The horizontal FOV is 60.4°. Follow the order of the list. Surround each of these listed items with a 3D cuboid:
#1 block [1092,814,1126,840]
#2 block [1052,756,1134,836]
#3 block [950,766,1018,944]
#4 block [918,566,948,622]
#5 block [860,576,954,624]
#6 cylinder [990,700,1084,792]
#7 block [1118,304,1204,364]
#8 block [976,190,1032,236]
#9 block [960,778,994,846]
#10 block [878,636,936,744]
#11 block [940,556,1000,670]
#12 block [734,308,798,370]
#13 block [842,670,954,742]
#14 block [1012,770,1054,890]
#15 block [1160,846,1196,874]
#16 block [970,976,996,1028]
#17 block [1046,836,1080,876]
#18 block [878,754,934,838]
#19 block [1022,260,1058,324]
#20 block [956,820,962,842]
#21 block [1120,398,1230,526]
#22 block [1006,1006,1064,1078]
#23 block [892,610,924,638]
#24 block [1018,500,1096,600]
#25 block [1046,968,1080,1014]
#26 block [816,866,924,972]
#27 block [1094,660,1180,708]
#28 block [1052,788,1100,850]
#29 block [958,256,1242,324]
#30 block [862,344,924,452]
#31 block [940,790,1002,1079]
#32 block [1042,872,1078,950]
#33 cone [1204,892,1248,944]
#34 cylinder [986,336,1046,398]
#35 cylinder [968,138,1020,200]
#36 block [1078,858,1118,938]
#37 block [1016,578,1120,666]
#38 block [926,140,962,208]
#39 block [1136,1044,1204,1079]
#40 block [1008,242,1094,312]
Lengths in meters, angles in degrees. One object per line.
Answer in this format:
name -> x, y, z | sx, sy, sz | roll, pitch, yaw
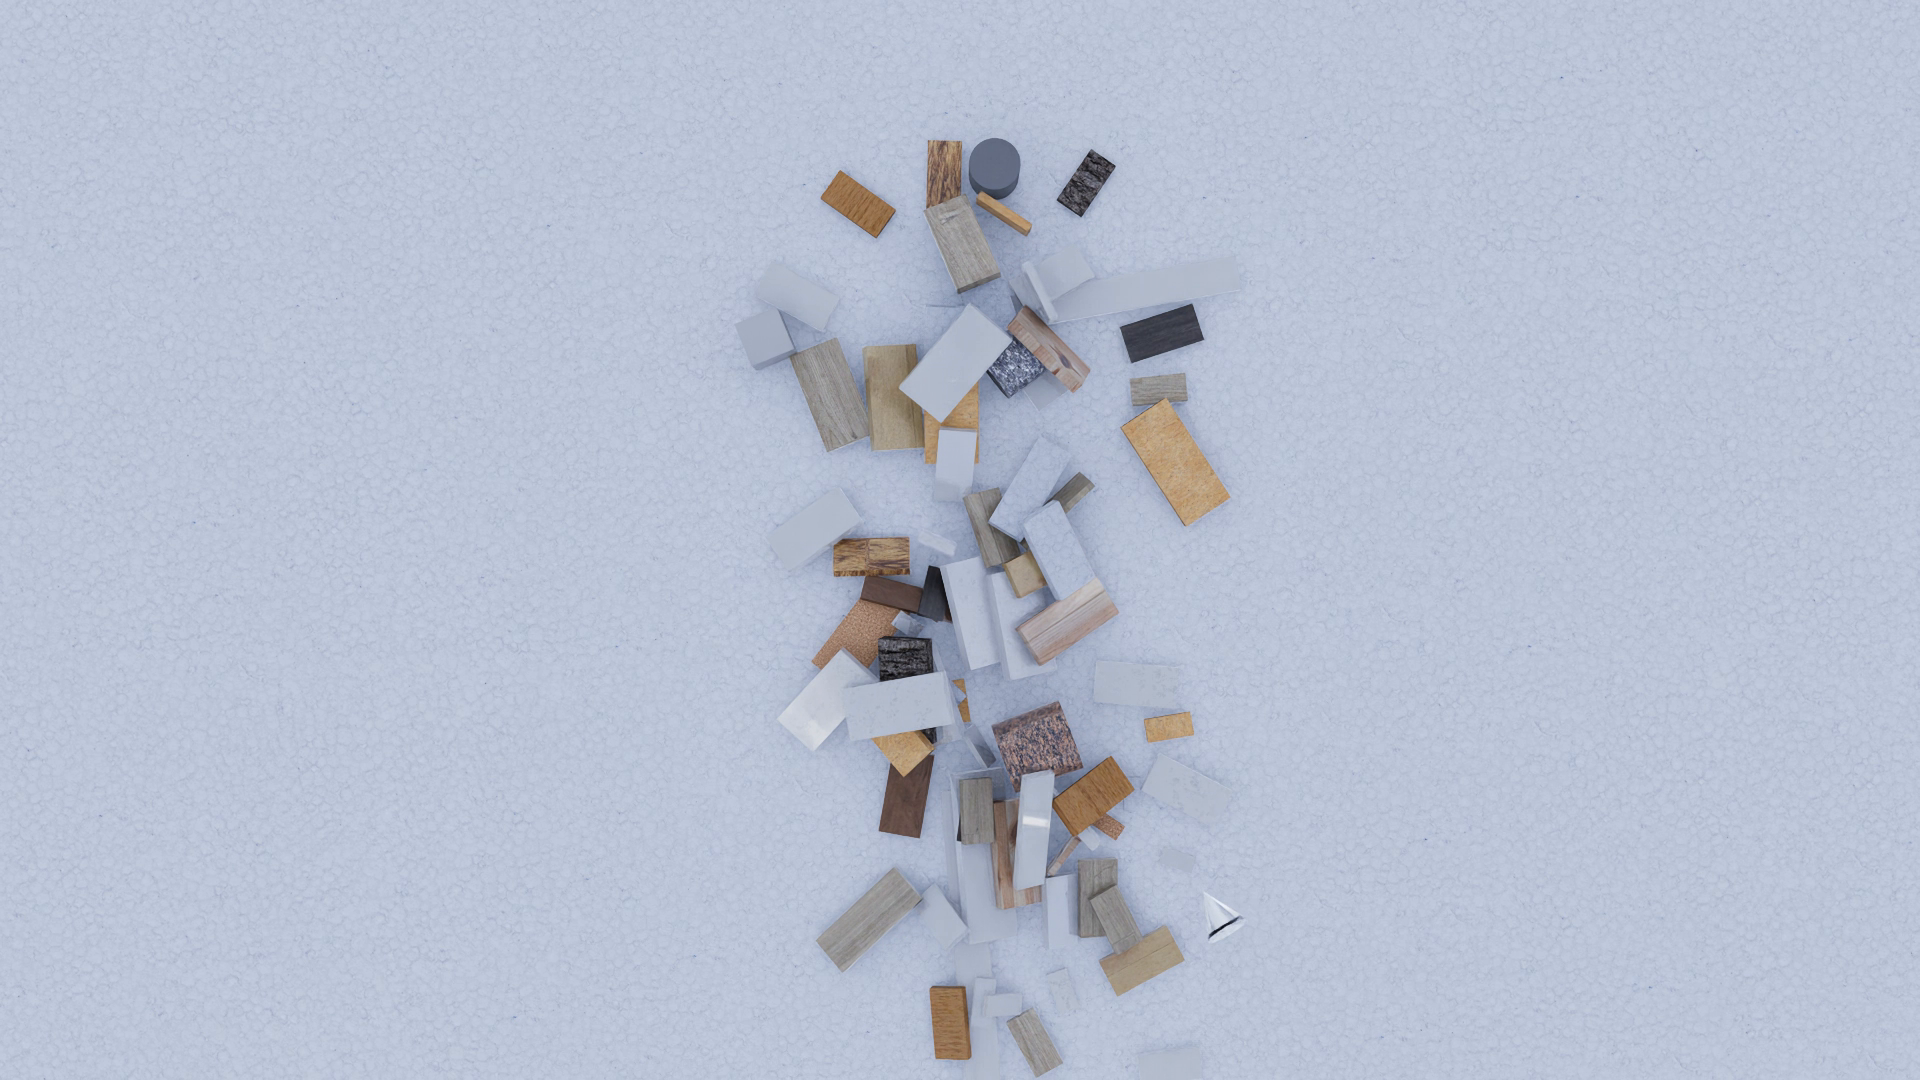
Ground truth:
block -> 0.488, 0.946, 5.492 | 0.112, 0.016, 0.056 | 35, 90, 0
block -> 0.434, 0.838, 5.401 | 0.272, 0.039, 0.136 | -32, 84, -31
block -> 0.078, 1.039, 5.444 | 0.174, 0.049, 0.556 | -5, 90, -22
block -> -0.081, 0.176, 5.451 | 0.086, 0.024, 0.172 | 15, 69, -7
block -> -0.161, 0.195, 5.453 | 0.332, 0.024, 0.086 | 15, 69, -7
cylinder -> 0.252, 0.674, 5.383 | 0.235, 0.235, 0.235 | -20, 90, 0
block -> 0.669, -0.684, 5.482 | 0.254, 0.036, 0.127 | -18, 90, 0
block -> 0.146, -1.078, 5.450 | 0.201, 0.100, 0.028 | 33, 90, 0
block -> 0.055, 0.882, 5.374 | 0.104, 0.030, 0.209 | -2, 89, -22
block -> -0.173, 0.494, 5.416 | 0.174, 0.049, 0.347 | 1, 99, 25
block -> 0.061, 0.236, 5.433 | 0.176, 0.050, 0.352 | -14, 92, -25
block -> -0.636, -0.660, 5.426 | 0.148, 0.148, 0.148 | -23, 90, 0
block -> -0.201, 0.537, 5.343 | 0.343, 0.049, 0.171 | -11, 87, 12
block -> 0.237, 0.938, 5.331 | 0.104, 0.030, 0.414 | -8, 114, -26
block -> 0.725, 1.065, 5.492 | 0.112, 0.016, 0.056 | 18, 90, 0
block -> 0.077, 1.529, 5.457 | 0.069, 0.020, 0.161 | 6, 90, 0
block -> 0.345, 1.039, 5.461 | 0.022, 0.077, 0.155 | 38, 90, 0
block -> -0.177, 0.839, 5.480 | 0.139, 0.040, 0.279 | 10, 90, 0
block -> 0.259, -0.808, 5.381 | 0.028, 0.100, 0.201 | -26, 88, -1
block -> 0.038, 0.908, 5.394 | 0.077, 0.022, 0.160 | 10, 84, -22
block -> 0.713, -0.257, 5.462 | 0.176, 0.050, 0.393 | -33, 93, 2
block -> 0.248, 1.670, 5.485 | 0.103, 0.029, 0.205 | -29, 90, 0
block -> -0.173, 0.282, 5.459 | 0.111, 0.016, 0.055 | 38, 90, -40
block -> 0.317, 0.034, 5.395 | 0.147, 0.042, 0.294 | -33, 108, -19
block -> 0.342, 1.501, 5.490 | 0.069, 0.020, 0.138 | -20, 90, 0
block -> -0.300, 1.258, 5.464 | 0.356, 0.040, 0.140 | -43, 76, 0
block -> 0.585, 0.480, 5.481 | 0.272, 0.039, 0.136 | 5, 90, 0
block -> 0.360, 0.906, 5.436 | 0.036, 0.127, 0.255 | -43, 90, 3
block -> 0.442, -0.802, 5.484 | 0.979, 0.032, 0.113 | -10, 90, 0
block -> -0.220, -0.470, 5.449 | 0.171, 0.049, 0.343 | -5, 90, -19
block -> 0.037, 1.331, 5.483 | 0.117, 0.033, 1.002 | -5, 90, 0
block -> 0.330, 1.226, 5.455 | 0.117, 0.033, 0.234 | -2, 90, -31
cone -> 0.846, 1.229, 5.466 | 0.152, 0.152, 0.152 | -31, 63, 0
cylinder -> 0.174, -0.573, 5.423 | 0.155, 0.155, 0.155 | -38, 90, 0
cylinder -> 0.113, -1.216, 5.416 | 0.168, 0.168, 0.168 | 0, 90, 0
block -> 0.456, 1.184, 5.468 | 0.127, 0.036, 0.255 | 0, 90, -13
block -> 0.354, 0.265, 5.431 | 0.323, 0.042, 0.147 | -33, 90, -18
block -> -0.052, -1.211, 5.484 | 0.113, 0.032, 0.226 | 1, 90, 0
block -> 0.698, 1.748, 5.485 | 0.205, 0.029, 0.103 | -8, 90, 0
block -> 0.302, -0.861, 5.451 | 0.254, 0.036, 0.127 | -31, 88, -1
